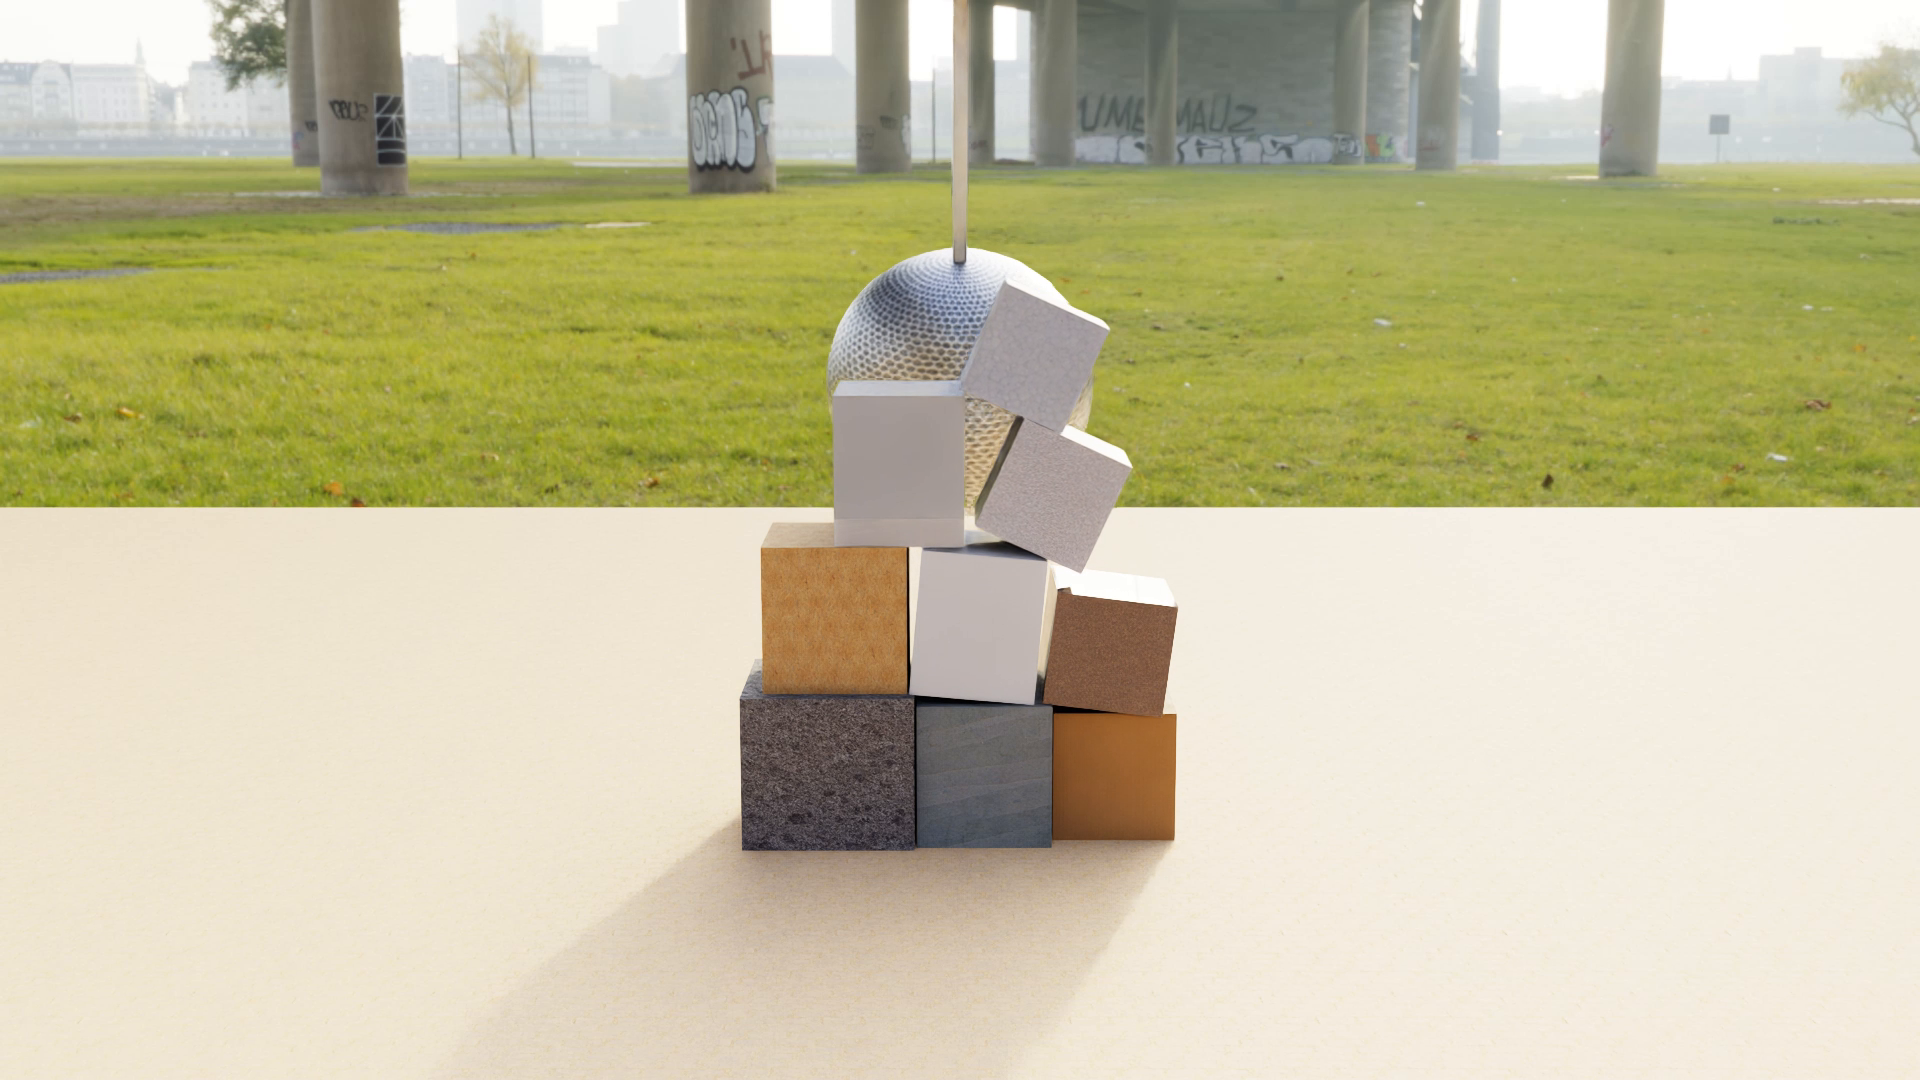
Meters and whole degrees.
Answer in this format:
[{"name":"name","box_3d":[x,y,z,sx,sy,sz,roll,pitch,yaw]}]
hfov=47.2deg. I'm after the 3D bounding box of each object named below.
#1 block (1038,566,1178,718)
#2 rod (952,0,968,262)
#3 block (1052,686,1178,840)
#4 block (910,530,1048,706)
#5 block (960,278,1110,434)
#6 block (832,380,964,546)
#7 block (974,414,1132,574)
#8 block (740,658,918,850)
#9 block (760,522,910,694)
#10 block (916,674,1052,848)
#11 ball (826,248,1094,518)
[{"name":"block","box_3d":[0.743,0.510,11.265,0.603,0.569,0.707,7,10,-2]},{"name":"rod","box_3d":[0.000,-3.863,11.392,0.080,5.200,0.080,0,31,0]},{"name":"block","box_3d":[0.781,1.147,11.403,0.621,0.663,0.582,0,10,0]},{"name":"block","box_3d":[0.090,0.376,11.235,0.625,0.731,0.696,5,10,-1]},{"name":"block","box_3d":[0.366,-0.930,11.002,0.546,0.564,0.540,24,9,-4]},{"name":"block","box_3d":[-0.300,-0.396,11.122,0.643,0.749,0.686,0,10,0]},{"name":"block","box_3d":[0.460,-0.265,11.135,0.584,0.590,0.599,24,9,-4]},{"name":"block","box_3d":[-0.659,1.094,11.364,0.865,0.781,0.860,0,10,0]},{"name":"block","box_3d":[-0.623,0.338,11.259,0.720,0.744,0.725,0,10,0]},{"name":"block","box_3d":[0.122,1.119,11.376,0.677,0.729,0.788,0,10,0]},{"name":"ball","box_3d":[0.000,-0.935,13.119,1.600,1.600,1.600,0,10,0]}]
